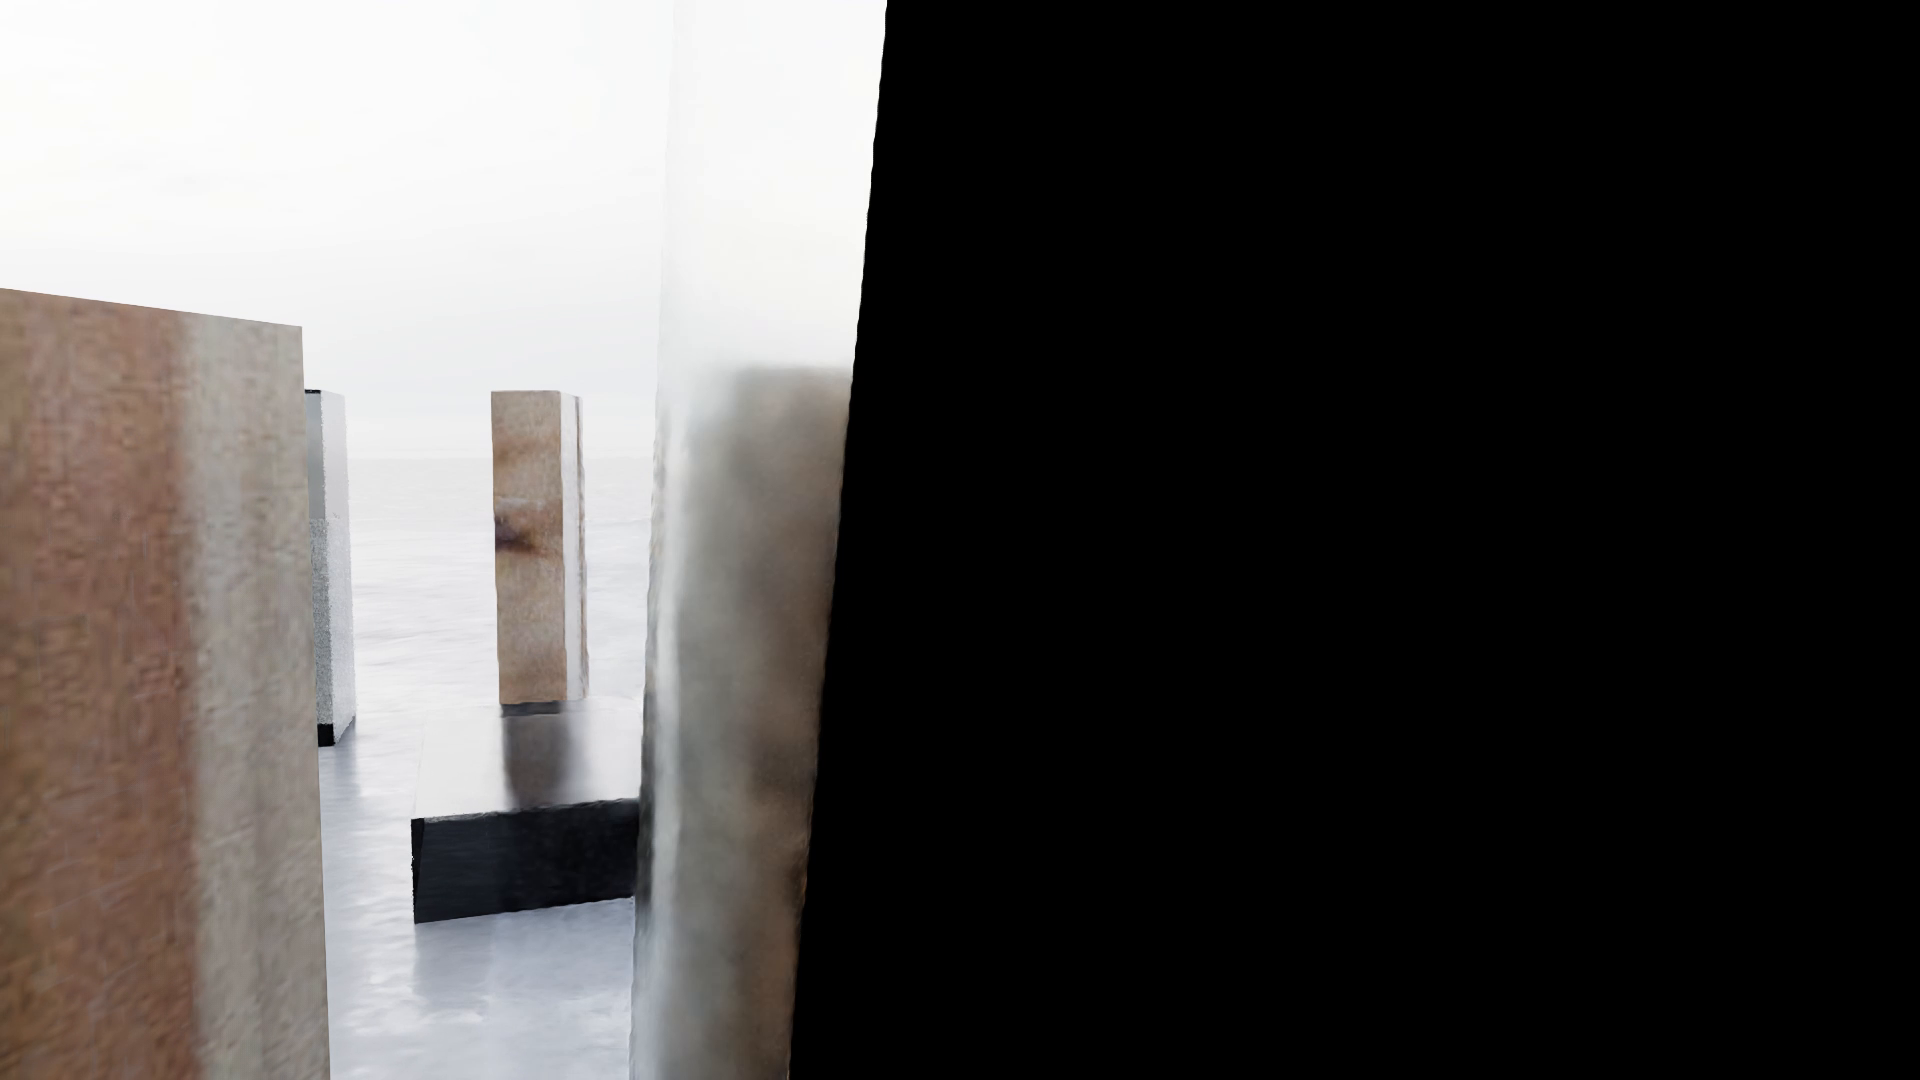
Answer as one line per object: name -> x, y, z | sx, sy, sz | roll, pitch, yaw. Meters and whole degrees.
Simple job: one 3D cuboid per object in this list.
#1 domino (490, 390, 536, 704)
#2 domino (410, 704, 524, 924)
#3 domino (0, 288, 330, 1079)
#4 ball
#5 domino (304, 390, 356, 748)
domino -> -0.064, 0.003, 0.197 | 0.009, 0.050, 0.025 | -1, 4, -9
domino -> -0.046, 0.027, 0.141 | 0.025, 0.010, 0.050 | -2, 5, -21
domino -> -0.049, 0.012, 0.073 | 0.010, 0.050, 0.025 | 1, 4, 11
ball -> 0.037, 0.001, 0.015 | 0.080, 0.080, 0.080 | 0, 4, 0
domino -> -0.097, 0.003, 0.189 | 0.009, 0.050, 0.025 | -1, 5, -19
